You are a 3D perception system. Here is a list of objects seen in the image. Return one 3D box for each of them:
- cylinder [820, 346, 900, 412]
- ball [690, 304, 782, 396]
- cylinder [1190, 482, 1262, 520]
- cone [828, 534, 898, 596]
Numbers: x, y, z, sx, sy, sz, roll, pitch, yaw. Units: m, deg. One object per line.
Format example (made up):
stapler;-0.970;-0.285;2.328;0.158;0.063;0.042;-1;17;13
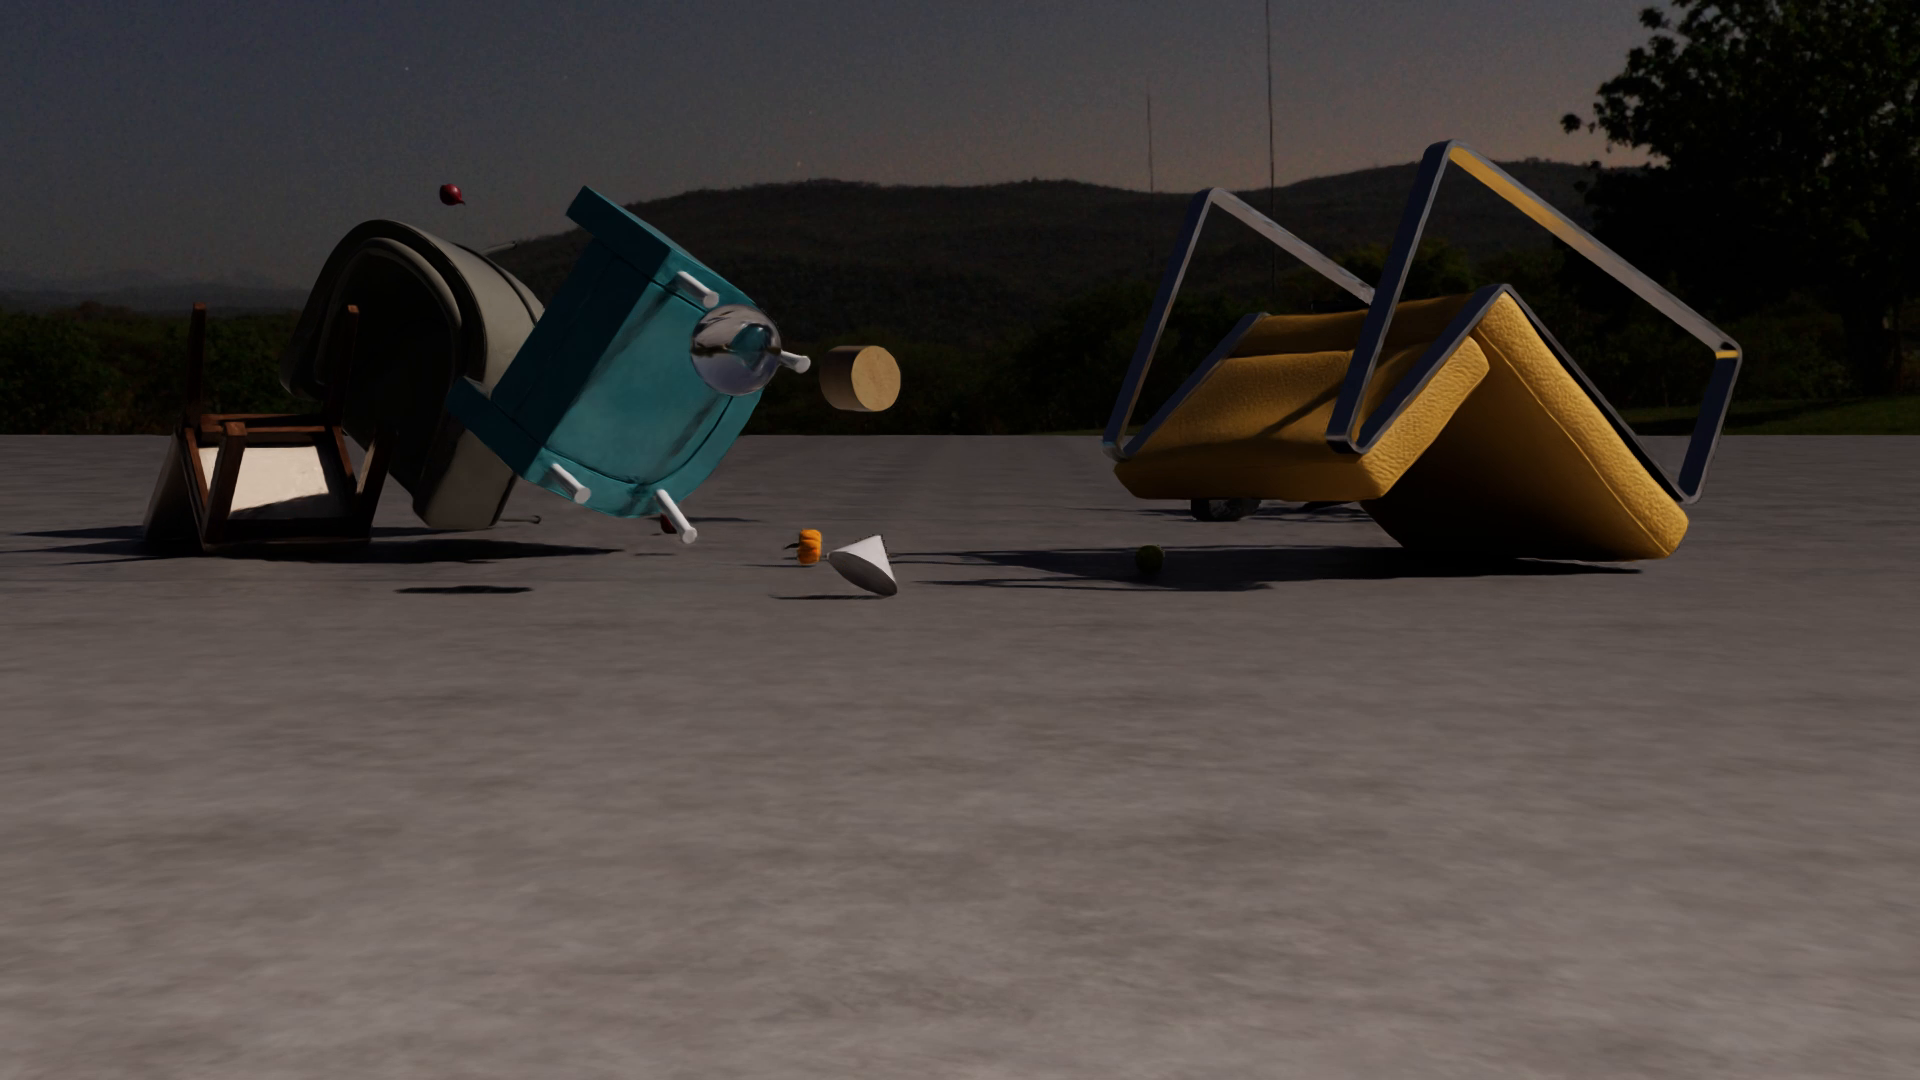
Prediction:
cylinder;-0.343;-0.553;7.521;0.195;0.224;0.210;-22;16;-32
ball;-0.497;-0.422;4.874;0.204;0.204;0.204;0;4;0
cylinder;0.909;-0.132;7.520;0.166;0.116;0.184;-3;-17;-41
cone;-0.192;0.030;4.749;0.176;0.107;0.116;34;-33;-19
